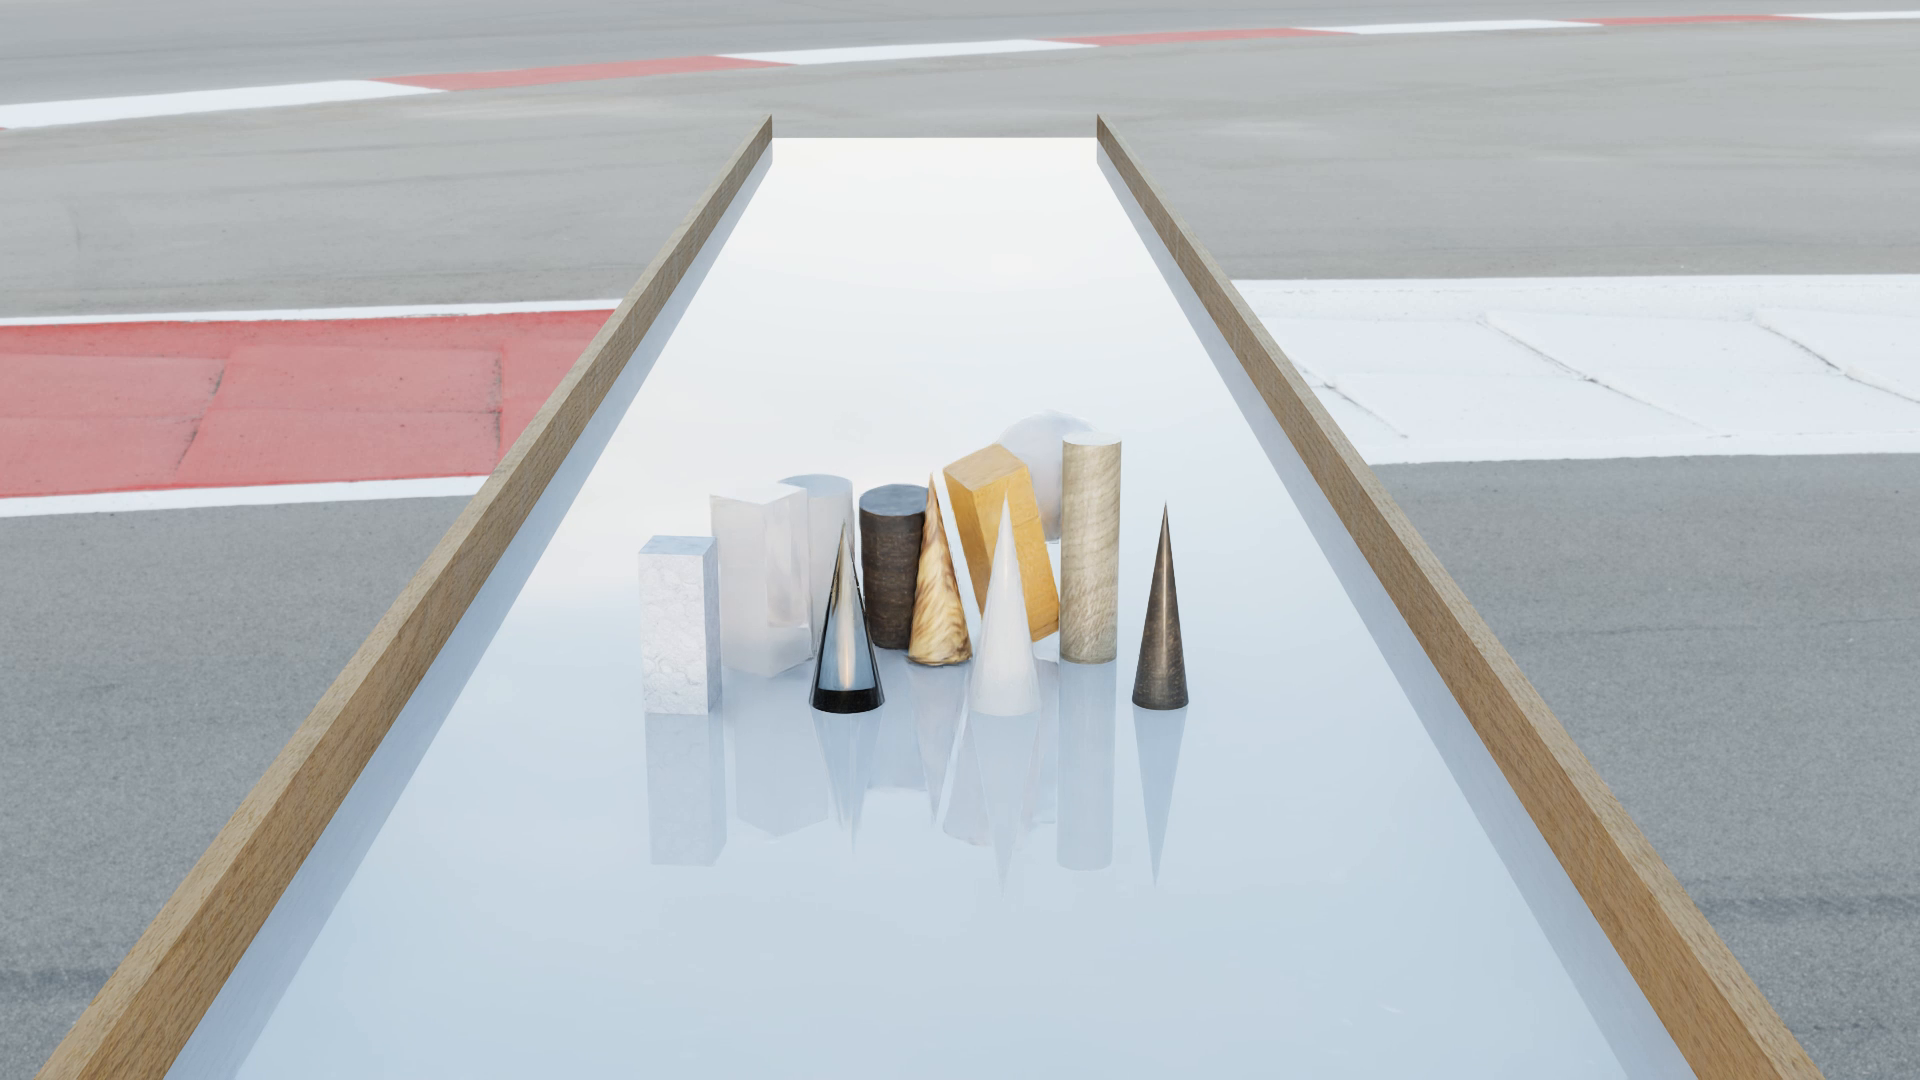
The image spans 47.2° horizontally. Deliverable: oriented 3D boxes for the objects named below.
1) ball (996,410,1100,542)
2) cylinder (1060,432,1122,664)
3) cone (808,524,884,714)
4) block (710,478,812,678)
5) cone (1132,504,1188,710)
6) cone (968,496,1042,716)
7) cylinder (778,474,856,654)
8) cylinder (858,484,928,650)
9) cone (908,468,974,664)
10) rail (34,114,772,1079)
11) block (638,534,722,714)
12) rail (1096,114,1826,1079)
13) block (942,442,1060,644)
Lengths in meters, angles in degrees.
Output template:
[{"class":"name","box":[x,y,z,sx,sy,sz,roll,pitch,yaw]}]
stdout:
[{"class":"ball","box":[0.189,-0.134,4.560,0.272,0.272,0.272,0,17,0]},{"class":"cylinder","box":[0.259,0.017,4.381,0.117,0.450,0.117,0,17,0]},{"class":"cone","box":[-0.216,0.134,4.148,0.145,0.359,0.145,0,17,0]},{"class":"block","box":[-0.393,0.073,4.353,0.134,0.354,0.134,11,21,33]},{"class":"cone","box":[0.382,0.114,4.141,0.109,0.400,0.109,0,17,0]},{"class":"cone","box":[0.085,0.109,4.126,0.141,0.418,0.141,0,17,0]},{"class":"cylinder","box":[-0.293,0.048,4.471,0.161,0.332,0.161,-1,19,0]},{"class":"cylinder","box":[-0.121,0.054,4.481,0.159,0.300,0.159,-2,25,1]},{"class":"cone","box":[-0.048,0.046,4.381,0.133,0.383,0.133,-3,12,1]},{"class":"rail","box":[-1.118,-0.838,7.780,0.050,0.150,12.000,0,17,-1]},{"class":"block","box":[-0.526,0.159,4.145,0.122,0.312,0.122,2,17,6]},{"class":"rail","box":[0.932,-0.844,7.801,0.050,0.150,12.000,0,17,-1]},{"class":"block","box":[0.090,0.017,4.414,0.126,0.396,0.126,-26,34,-17]}]
